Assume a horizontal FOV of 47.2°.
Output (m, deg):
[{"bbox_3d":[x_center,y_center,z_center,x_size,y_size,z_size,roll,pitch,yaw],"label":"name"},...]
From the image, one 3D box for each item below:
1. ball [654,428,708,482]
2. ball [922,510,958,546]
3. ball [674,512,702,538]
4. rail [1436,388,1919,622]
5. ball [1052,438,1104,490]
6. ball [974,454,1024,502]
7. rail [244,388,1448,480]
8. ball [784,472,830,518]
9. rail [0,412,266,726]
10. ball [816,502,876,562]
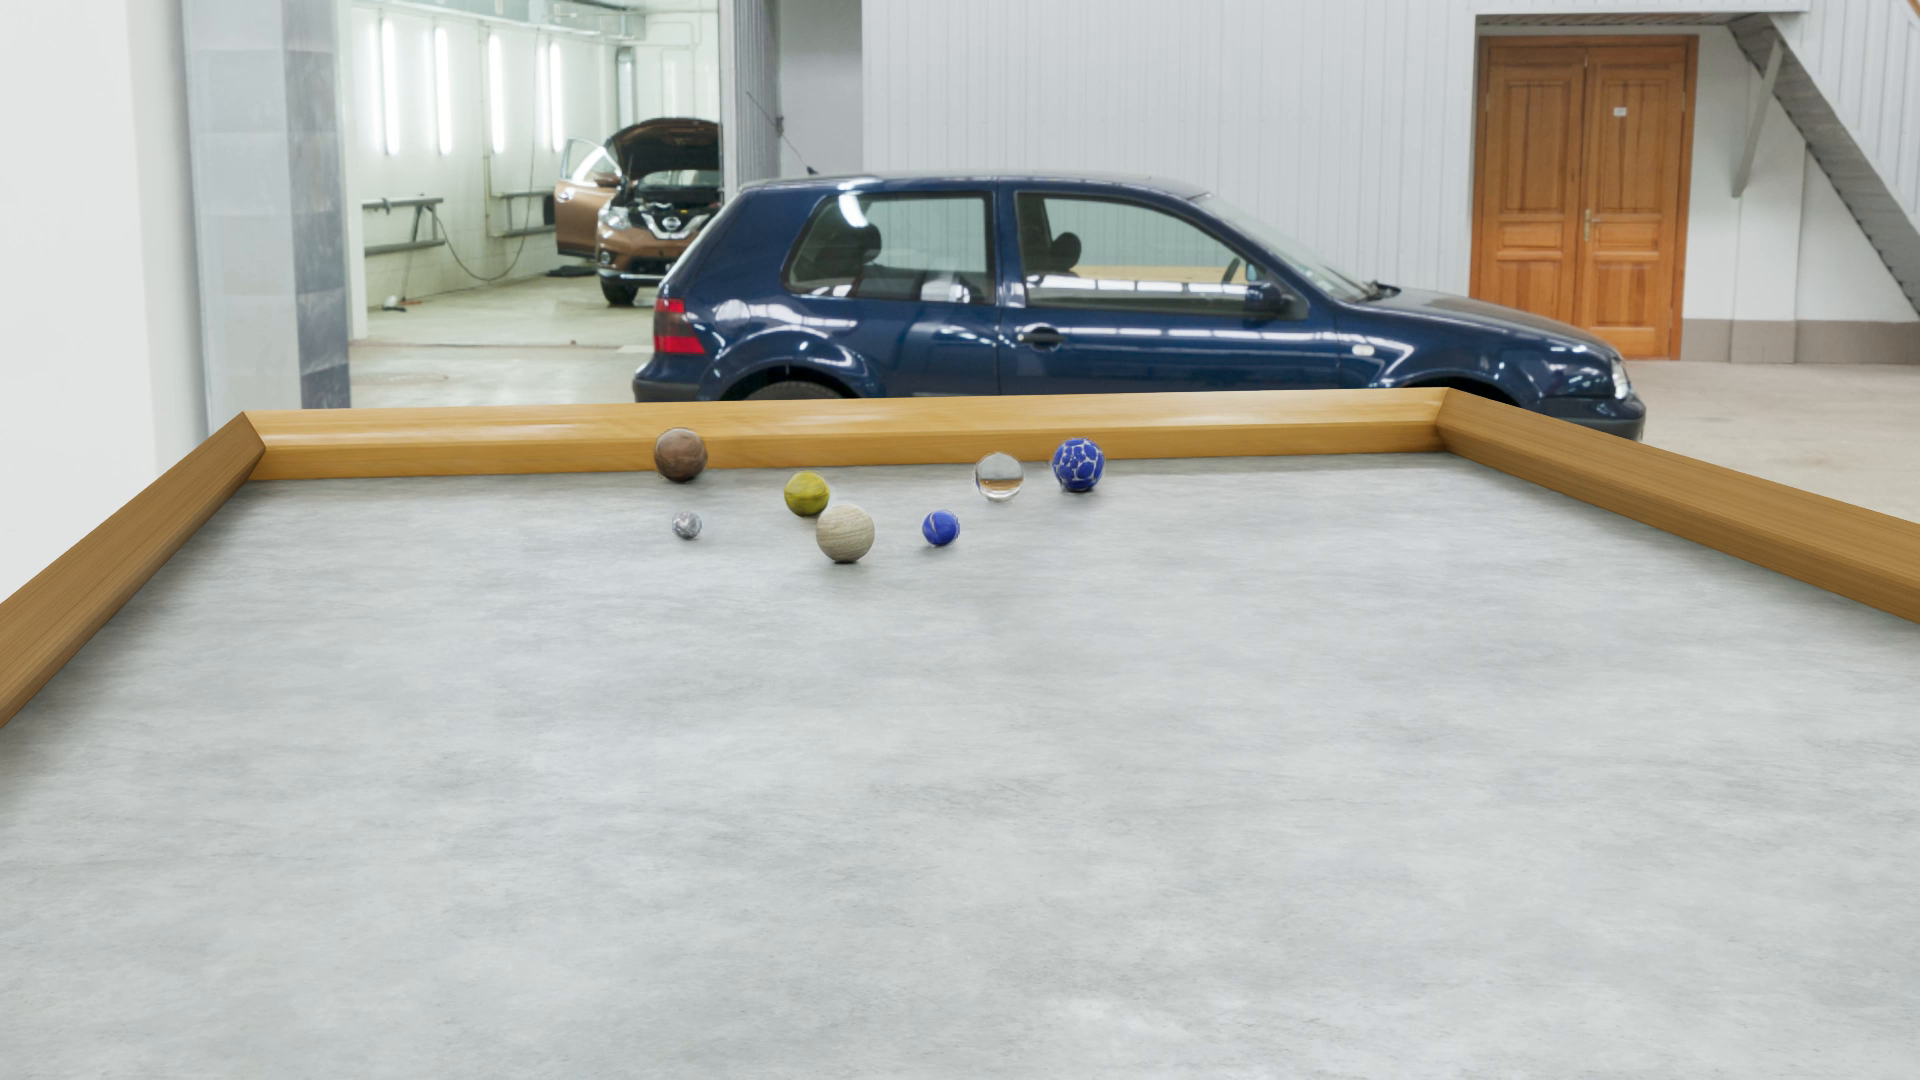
[{"bbox_3d":[-0.519,-0.157,4.079,0.099,0.099,0.099,0,10,0],"label":"ball"},{"bbox_3d":[-0.032,-0.018,3.445,0.056,0.056,0.056,0,10,0],"label":"ball"},{"bbox_3d":[-0.435,-0.024,3.508,0.044,0.044,0.044,0,10,0],"label":"ball"},{"bbox_3d":[1.312,0.122,2.472,0.045,0.129,4.134,-2,11,-9],"label":"rail"},{"bbox_3d":[0.215,-0.136,3.981,0.095,0.095,0.095,0,10,0],"label":"ball"},{"bbox_3d":[0.069,-0.109,3.859,0.086,0.086,0.086,0,10,0],"label":"ball"},{"bbox_3d":[-0.166,-0.207,4.267,2.362,0.129,0.045,-2,11,-9],"label":"rail"},{"bbox_3d":[-0.258,-0.076,3.702,0.077,0.077,0.077,0,10,0],"label":"ball"},{"bbox_3d":[-0.971,0.190,2.097,0.045,0.129,4.134,-2,11,-9],"label":"rail"},{"bbox_3d":[-0.173,-0.011,3.312,0.090,0.090,0.090,0,10,0],"label":"ball"}]
